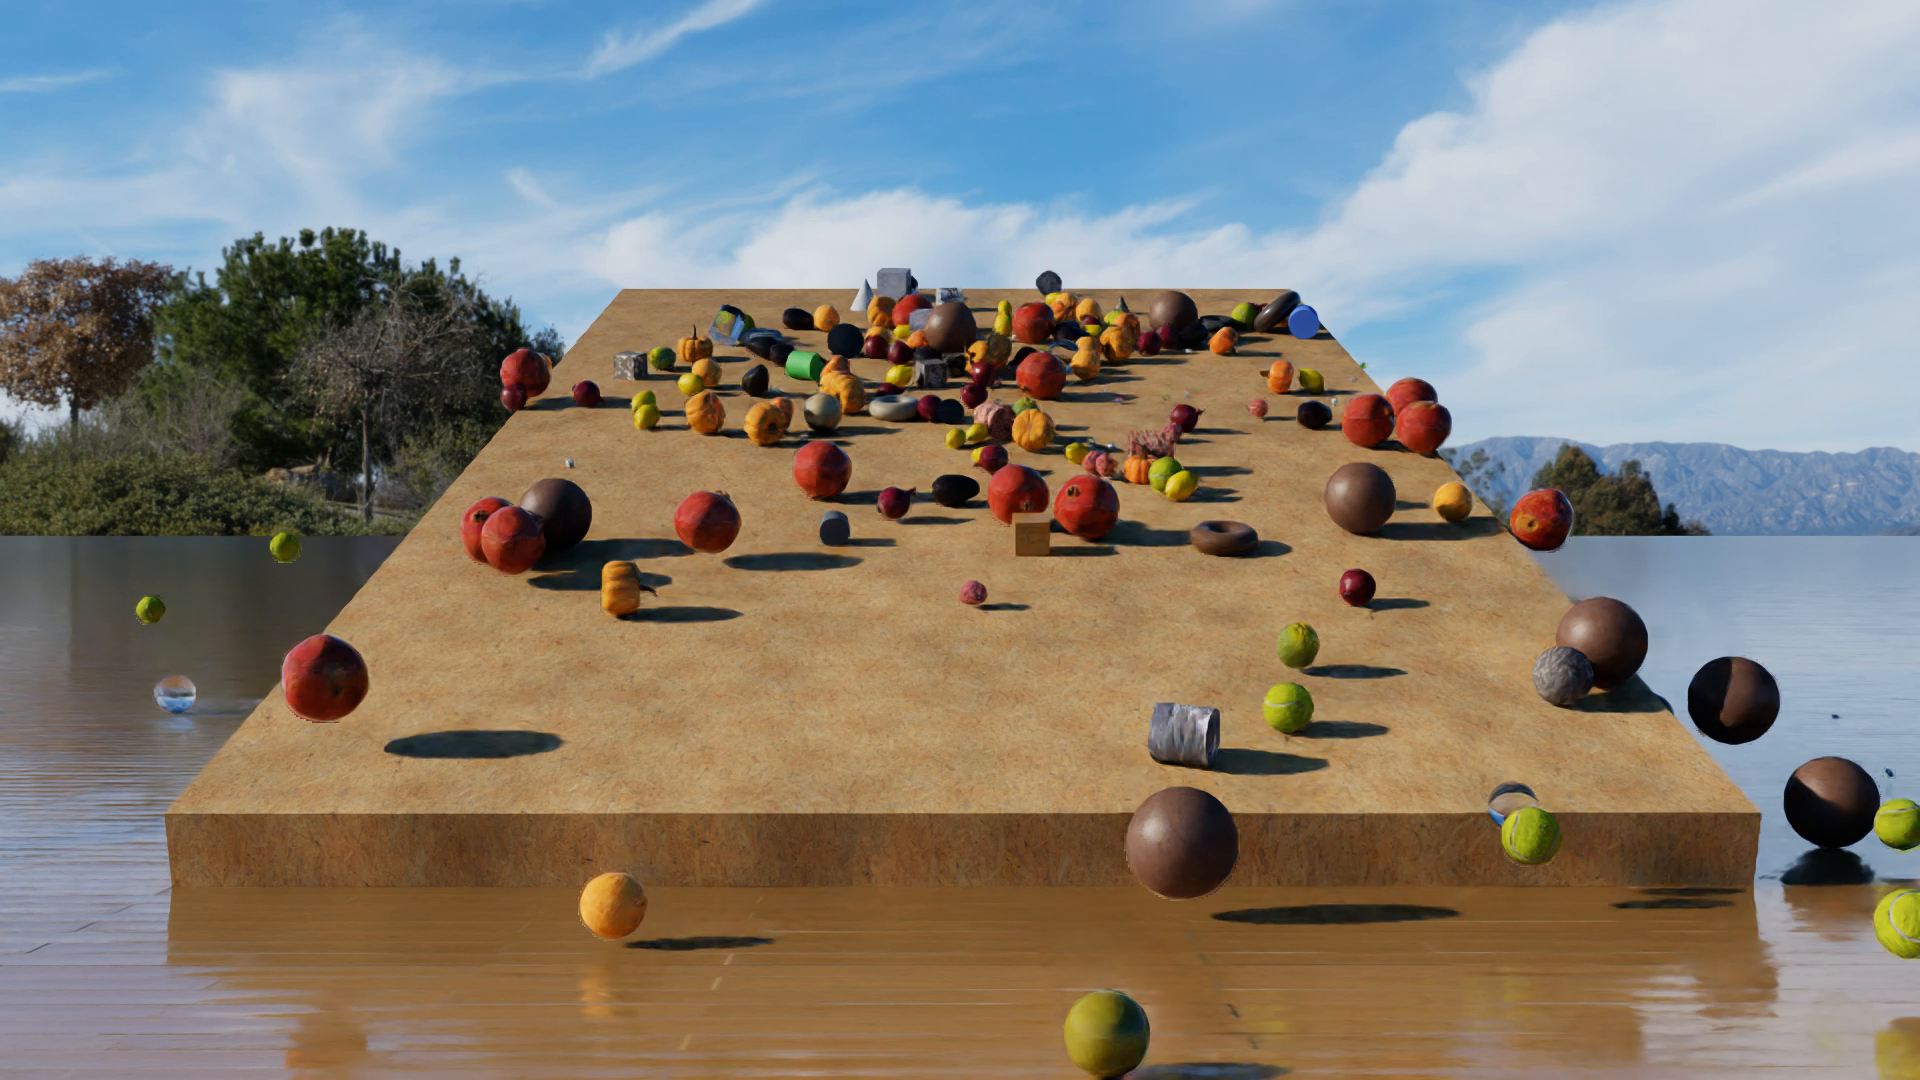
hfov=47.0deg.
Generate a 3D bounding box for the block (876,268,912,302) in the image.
[{"bbox_3d":[-0.191,-0.742,6.410,0.086,0.086,0.086,2,16,8],"label":"block"}]

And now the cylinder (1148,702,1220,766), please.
[{"bbox_3d":[0.297,0.257,2.917,0.077,0.077,0.077,5,2,21],"label":"cylinder"}]

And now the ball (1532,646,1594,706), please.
[{"bbox_3d":[0.856,0.193,3.133,0.085,0.085,0.085,0,0,0],"label":"ball"}]

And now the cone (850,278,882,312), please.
[{"bbox_3d":[-0.267,-0.701,6.260,0.090,0.090,0.090,0,16,0],"label":"cone"}]

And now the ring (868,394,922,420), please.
[{"bbox_3d":[-0.145,-0.295,4.927,0.120,0.040,0.120,0,17,0],"label":"ring"}]

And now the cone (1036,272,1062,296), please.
[{"bbox_3d":[0.256,-0.744,6.511,0.079,0.079,0.079,0,-11,-10],"label":"cone"}]

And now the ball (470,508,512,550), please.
[{"bbox_3d":[-0.828,-0.020,3.894,0.074,0.074,0.074,0,0,0],"label":"ball"}]

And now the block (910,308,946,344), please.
[{"bbox_3d":[-0.085,-0.562,5.793,0.078,0.078,0.078,4,16,14],"label":"block"}]

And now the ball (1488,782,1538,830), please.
[{"bbox_3d":[0.680,0.327,2.711,0.060,0.060,0.060,0,0,0],"label":"ball"}]

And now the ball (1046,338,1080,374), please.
[{"bbox_3d":[0.254,-0.450,5.390,0.083,0.083,0.083,0,0,0],"label":"ball"}]

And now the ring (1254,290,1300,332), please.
[{"bbox_3d":[0.852,-0.614,5.924,0.148,0.049,0.148,-38,-3,-3],"label":"ring"}]

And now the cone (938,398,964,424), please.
[{"bbox_3d":[-0.028,-0.277,4.885,0.061,0.061,0.061,0,-11,-13],"label":"cone"}]

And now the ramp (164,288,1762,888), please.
[{"bbox_3d":[-0.002,-0.157,4.698,2.000,0.100,4.000,0,16,0],"label":"ramp"}]

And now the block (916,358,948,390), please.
[{"bbox_3d":[-0.069,-0.395,5.245,0.058,0.058,0.058,-7,17,-23],"label":"block"}]

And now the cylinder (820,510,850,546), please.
[{"bbox_3d":[-0.224,-0.020,3.936,0.053,0.053,0.053,0,16,-4],"label":"cylinder"}]

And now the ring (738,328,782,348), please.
[{"bbox_3d":[-0.520,-0.527,5.744,0.116,0.039,0.116,1,15,0],"label":"ring"}]

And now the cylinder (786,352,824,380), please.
[{"bbox_3d":[-0.374,-0.421,5.319,0.065,0.065,0.065,8,4,27],"label":"cylinder"}]

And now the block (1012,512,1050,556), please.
[{"bbox_3d":[0.125,-0.010,3.884,0.062,0.062,0.062,-1,16,-4],"label":"block"}]

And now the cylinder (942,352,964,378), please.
[{"bbox_3d":[-0.018,-0.424,5.355,0.054,0.054,0.054,0,16,0],"label":"cylinder"}]

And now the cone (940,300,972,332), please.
[{"bbox_3d":[-0.019,-0.592,5.967,0.090,0.090,0.090,0,-11,-7],"label":"cone"}]

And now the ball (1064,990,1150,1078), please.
[{"bbox_3d":[0.121,0.407,1.819,0.072,0.072,0.072,0,0,0],"label":"ball"}]

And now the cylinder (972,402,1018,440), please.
[{"bbox_3d":[0.076,-0.257,4.737,0.070,0.070,0.070,0,14,-33],"label":"cylinder"}]

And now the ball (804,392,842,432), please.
[{"bbox_3d":[-0.297,-0.276,4.778,0.084,0.084,0.084,0,0,0],"label":"ball"}]

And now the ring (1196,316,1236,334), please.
[{"bbox_3d":[0.690,-0.581,5.943,0.108,0.036,0.108,1,17,0],"label":"ring"}]

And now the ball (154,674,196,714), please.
[{"bbox_3d":[-1.926,0.377,5.414,0.097,0.097,0.097,0,0,0],"label":"ball"}]

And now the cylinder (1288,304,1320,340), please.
[{"bbox_3d":[0.912,-0.579,5.854,0.080,0.080,0.080,0,16,7],"label":"cylinder"}]

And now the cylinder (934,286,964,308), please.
[{"bbox_3d":[-0.029,-0.682,6.239,0.065,0.065,0.065,13,-5,-21],"label":"cylinder"}]

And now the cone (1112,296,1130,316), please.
[{"bbox_3d":[0.453,-0.663,6.192,0.054,0.054,0.054,0,16,0],"label":"cone"}]

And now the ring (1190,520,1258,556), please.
[{"bbox_3d":[0.468,-0.004,3.905,0.122,0.041,0.122,1,17,0],"label":"ring"}]

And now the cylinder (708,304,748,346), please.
[{"bbox_3d":[-0.601,-0.556,5.718,0.077,0.077,0.077,21,-19,8],"label":"cylinder"}]

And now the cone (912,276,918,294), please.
[{"bbox_3d":[-0.139,-0.740,6.507,0.065,0.065,0.065,0,-13,29],"label":"cone"}]

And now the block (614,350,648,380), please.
[{"bbox_3d":[-0.797,-0.422,5.337,0.058,0.058,0.058,8,18,25],"label":"block"}]

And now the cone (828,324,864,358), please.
[{"bbox_3d":[-0.293,-0.495,5.624,0.093,0.093,0.093,0,-11,-4],"label":"cone"}]

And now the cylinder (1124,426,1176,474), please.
[{"bbox_3d":[0.383,-0.179,4.437,0.085,0.085,0.085,-10,1,-6],"label":"cylinder"}]
